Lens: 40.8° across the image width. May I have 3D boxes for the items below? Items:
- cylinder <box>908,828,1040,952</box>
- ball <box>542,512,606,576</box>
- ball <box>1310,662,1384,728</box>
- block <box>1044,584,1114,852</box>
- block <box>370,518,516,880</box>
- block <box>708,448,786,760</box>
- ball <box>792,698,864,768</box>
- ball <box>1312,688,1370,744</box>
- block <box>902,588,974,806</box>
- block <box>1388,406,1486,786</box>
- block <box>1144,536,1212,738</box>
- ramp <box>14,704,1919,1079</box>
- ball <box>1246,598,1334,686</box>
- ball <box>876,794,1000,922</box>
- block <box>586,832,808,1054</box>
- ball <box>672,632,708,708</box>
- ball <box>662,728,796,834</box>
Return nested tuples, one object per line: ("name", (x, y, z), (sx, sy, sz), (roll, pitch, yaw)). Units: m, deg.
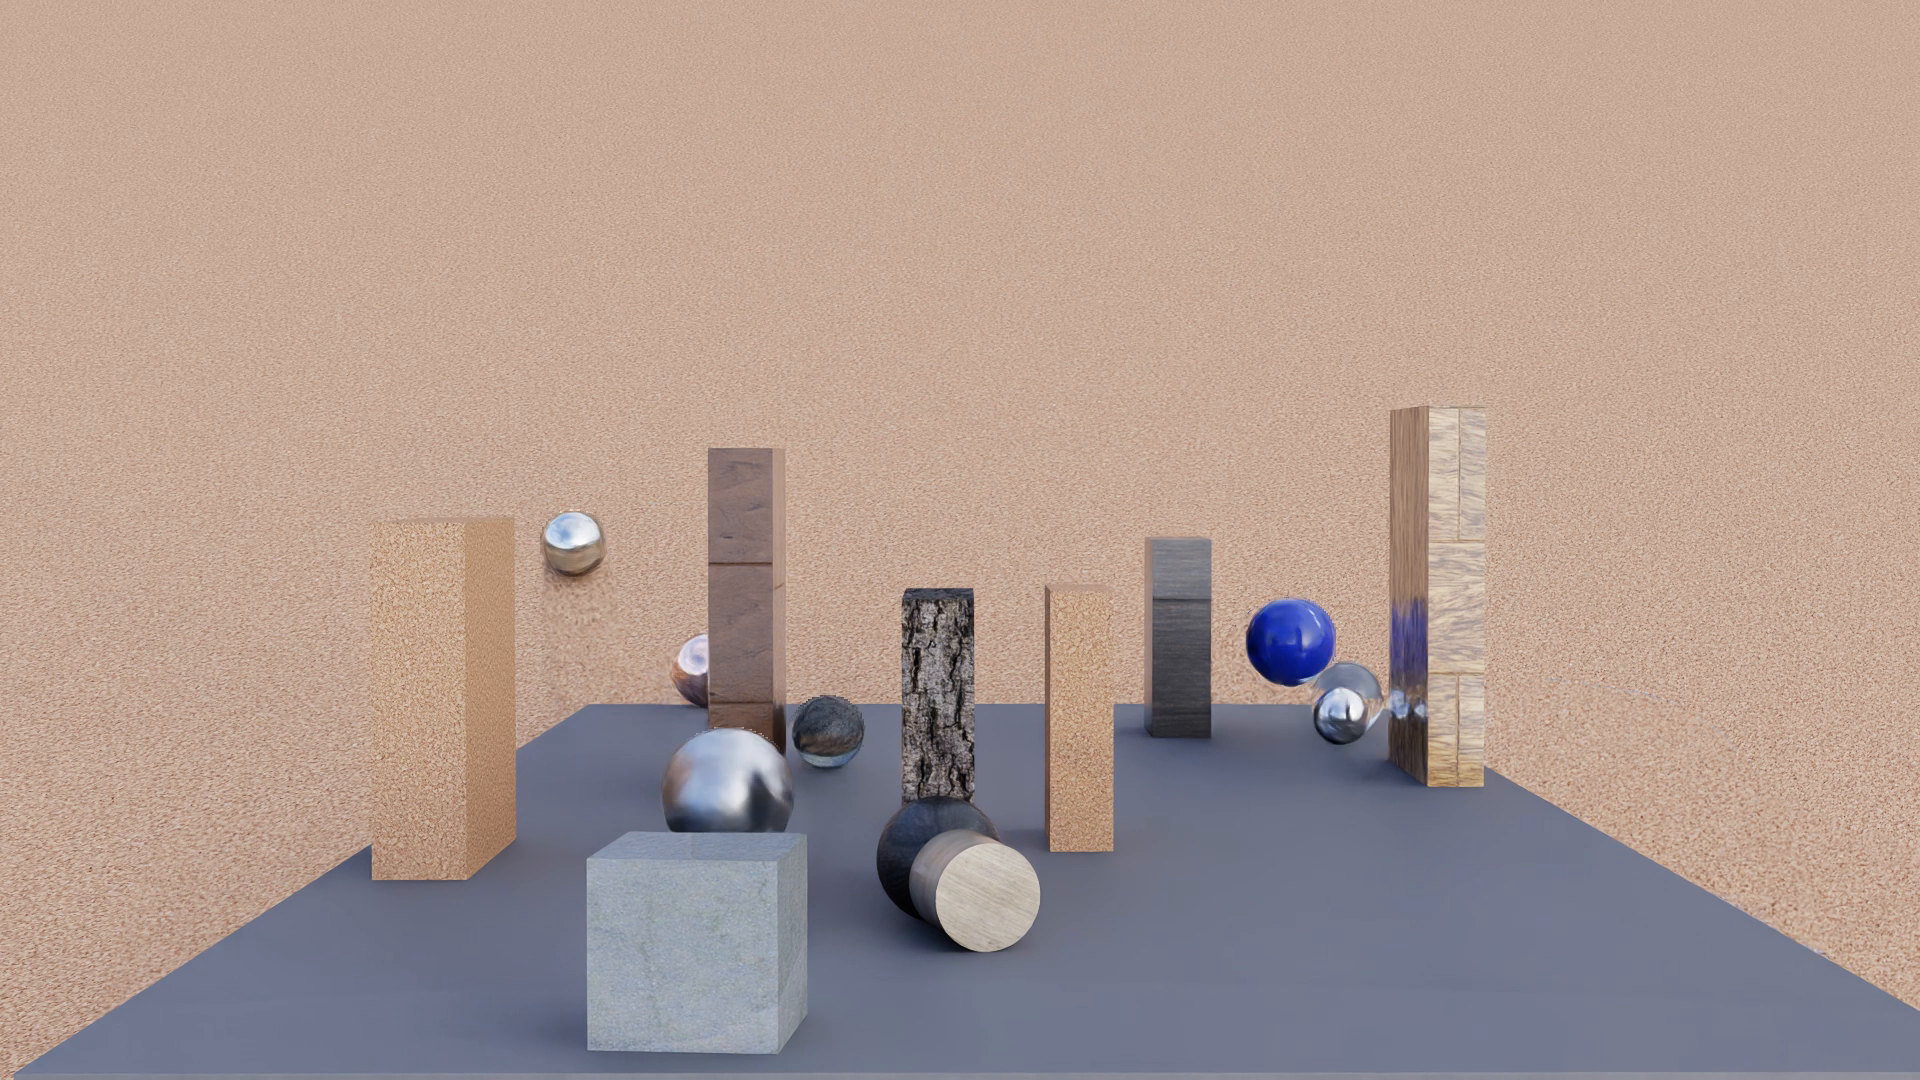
("cylinder", (0.017, 0.442, 3.263), (0.135, 0.135, 0.135), (-7, 3, -15))
("ball", (-1.110, 0.011, 7.412), (0.186, 0.186, 0.186), (0, 25, 0))
("ball", (0.869, 0.357, 5.791), (0.162, 0.162, 0.162), (0, 25, 0))
("block", (0.190, 0.280, 4.154), (0.099, 0.408, 0.245), (0, 2, 0))
("block", (-0.789, 0.230, 3.965), (0.138, 0.521, 0.423), (0, 2, 0))
("block", (-0.393, 0.148, 4.795), (0.116, 0.636, 0.350), (0, 2, 0))
("ball", (-0.264, 0.385, 5.153), (0.143, 0.143, 0.143), (0, 25, 0))
("ball", (0.827, 0.382, 5.591), (0.124, 0.124, 0.124), (0, 25, 0))
("block", (-0.030, 0.287, 3.652), (0.099, 0.423, 0.329), (0, 2, 0))
("block", (0.933, 0.099, 5.064), (0.105, 0.718, 0.439), (0, 2, 0))
("block", (0.492, 0.216, 5.843), (0.131, 0.441, 0.244), (0, 2, 0))
("ramp", (0.058, 0.523, 4.561), (2.000, 0.100, 4.000), (0, 2, 0))
("ball", (0.747, 0.230, 5.837), (0.201, 0.201, 0.201), (0, 25, 0))
("ball", (-0.027, 0.421, 3.408), (0.168, 0.168, 0.168), (0, 25, 0))
("block", (-0.276, 0.425, 2.747), (0.199, 0.199, 0.199), (0, 2, 5))
("ball", (-0.629, 0.326, 6.474), (0.187, 0.187, 0.187), (0, 25, 0))
("ball", (-0.354, 0.389, 3.936), (0.204, 0.204, 0.204), (0, 25, 0))
